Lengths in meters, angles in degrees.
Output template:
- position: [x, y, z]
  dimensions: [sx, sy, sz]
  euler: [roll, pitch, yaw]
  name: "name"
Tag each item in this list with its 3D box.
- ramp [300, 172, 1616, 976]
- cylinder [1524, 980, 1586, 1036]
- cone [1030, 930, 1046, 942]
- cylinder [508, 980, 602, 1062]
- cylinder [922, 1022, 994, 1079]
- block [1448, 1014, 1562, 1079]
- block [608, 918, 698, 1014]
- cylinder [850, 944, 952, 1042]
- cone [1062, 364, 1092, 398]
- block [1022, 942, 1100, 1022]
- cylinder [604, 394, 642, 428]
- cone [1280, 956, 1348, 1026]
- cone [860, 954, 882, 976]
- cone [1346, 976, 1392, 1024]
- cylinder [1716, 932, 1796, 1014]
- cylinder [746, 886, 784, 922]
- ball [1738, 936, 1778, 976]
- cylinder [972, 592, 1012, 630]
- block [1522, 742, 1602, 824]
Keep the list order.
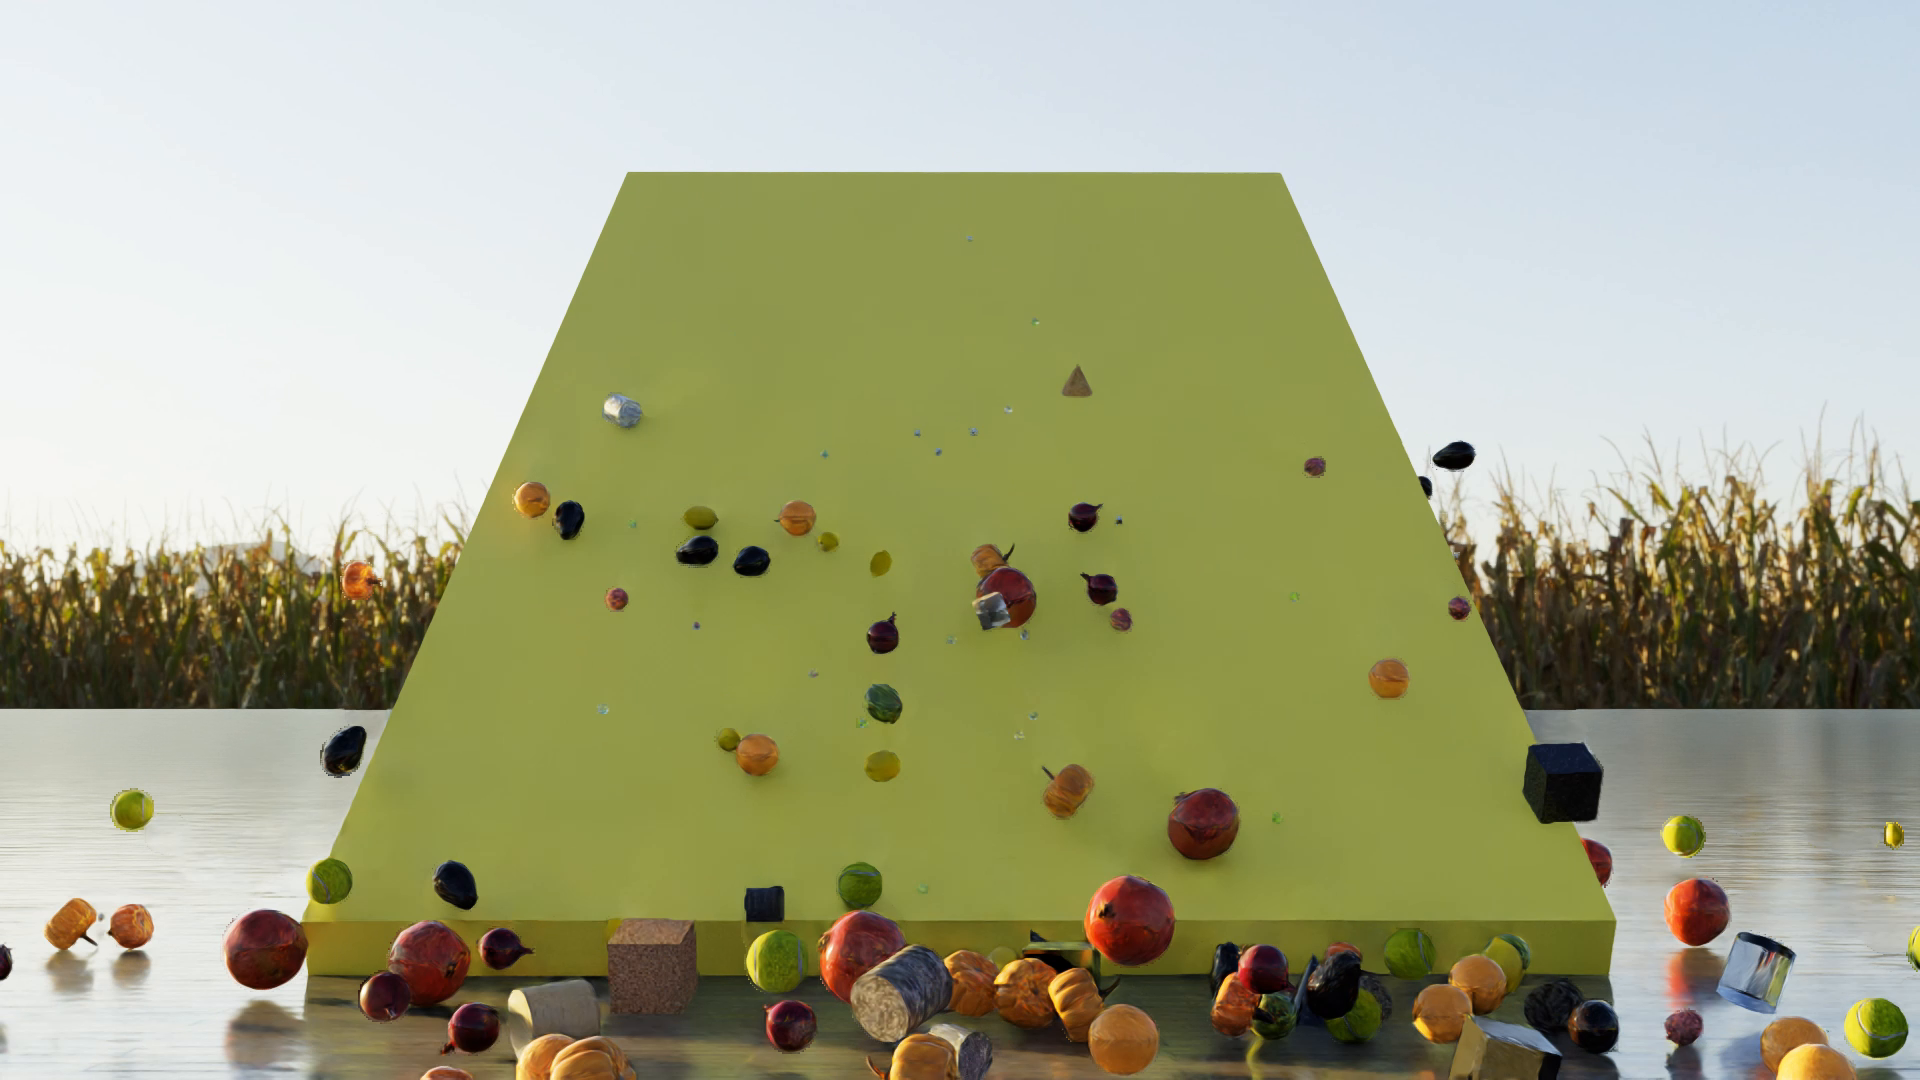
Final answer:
- position: [-0.009, -0.229, 5.393]
  dimensions: [2.000, 0.100, 4.000]
  euler: [0, 25, 0]
  name: "ramp"
- position: [0.757, 0.594, 2.980]
  dimensions: [0.062, 0.062, 0.062]
  euler: [-2, -4, 30]
  name: "cylinder"
- position: [0.117, 0.579, 3.248]
  dimensions: [0.094, 0.094, 0.094]
  euler: [-22, -24, -11]
  name: "cone"
- position: [-0.477, 0.565, 2.758]
  dimensions: [0.084, 0.084, 0.084]
  euler: [-3, -2, -30]
  name: "cylinder"
- position: [-0.002, 0.570, 2.610]
  dimensions: [0.055, 0.055, 0.055]
  euler: [4, -1, -44]
  name: "cylinder"
- position: [0.516, 0.504, 2.227]
  dimensions: [0.073, 0.073, 0.073]
  euler: [14, 5, -5]
  name: "block"
- position: [-0.418, 0.580, 3.195]
  dimensions: [0.099, 0.099, 0.099]
  euler: [0, 11, 6]
  name: "block"
- position: [-0.059, 0.463, 2.397]
  dimensions: [0.074, 0.074, 0.074]
  euler: [-3, 13, 39]
  name: "cylinder"
- position: [0.276, -0.381, 5.511]
  dimensions: [0.075, 0.075, 0.075]
  euler: [0, 25, 0]
  name: "cone"
- position: [0.136, 0.590, 3.137]
  dimensions: [0.093, 0.093, 0.093]
  euler: [-1, -4, 9]
  name: "block"
- position: [-0.766, -0.294, 5.324]
  dimensions: [0.062, 0.062, 0.062]
  euler: [3, 13, -41]
  name: "cylinder"
- position: [0.465, 0.588, 3.077]
  dimensions: [0.089, 0.089, 0.089]
  euler: [0, -4, 0]
  name: "cone"
- position: [-0.111, 0.573, 3.086]
  dimensions: [0.085, 0.085, 0.085]
  euler: [-22, 28, 12]
  name: "cone"
- position: [0.525, 0.619, 3.097]
  dimensions: [0.065, 0.065, 0.065]
  euler: [2, -31, -26]
  name: "cone"
- position: [1.038, 0.565, 3.056]
  dimensions: [0.078, 0.078, 0.078]
  euler: [24, -17, 8]
  name: "cylinder"
- position: [-0.295, 0.552, 3.549]
  dimensions: [0.052, 0.052, 0.052]
  euler: [-4, -4, 4]
  name: "cylinder"
- position: [1.227, 0.640, 3.605]
  dimensions: [0.058, 0.058, 0.058]
  euler: [0, -4, 0]
  name: "ball"
- position: [0.056, 0.125, 4.134]
  dimensions: [0.053, 0.053, 0.053]
  euler: [-21, 5, 2]
  name: "cylinder"
- position: [0.987, 0.398, 3.842]
  dimensions: [0.093, 0.093, 0.093]
  euler: [-2, 25, -5]
  name: "block"
